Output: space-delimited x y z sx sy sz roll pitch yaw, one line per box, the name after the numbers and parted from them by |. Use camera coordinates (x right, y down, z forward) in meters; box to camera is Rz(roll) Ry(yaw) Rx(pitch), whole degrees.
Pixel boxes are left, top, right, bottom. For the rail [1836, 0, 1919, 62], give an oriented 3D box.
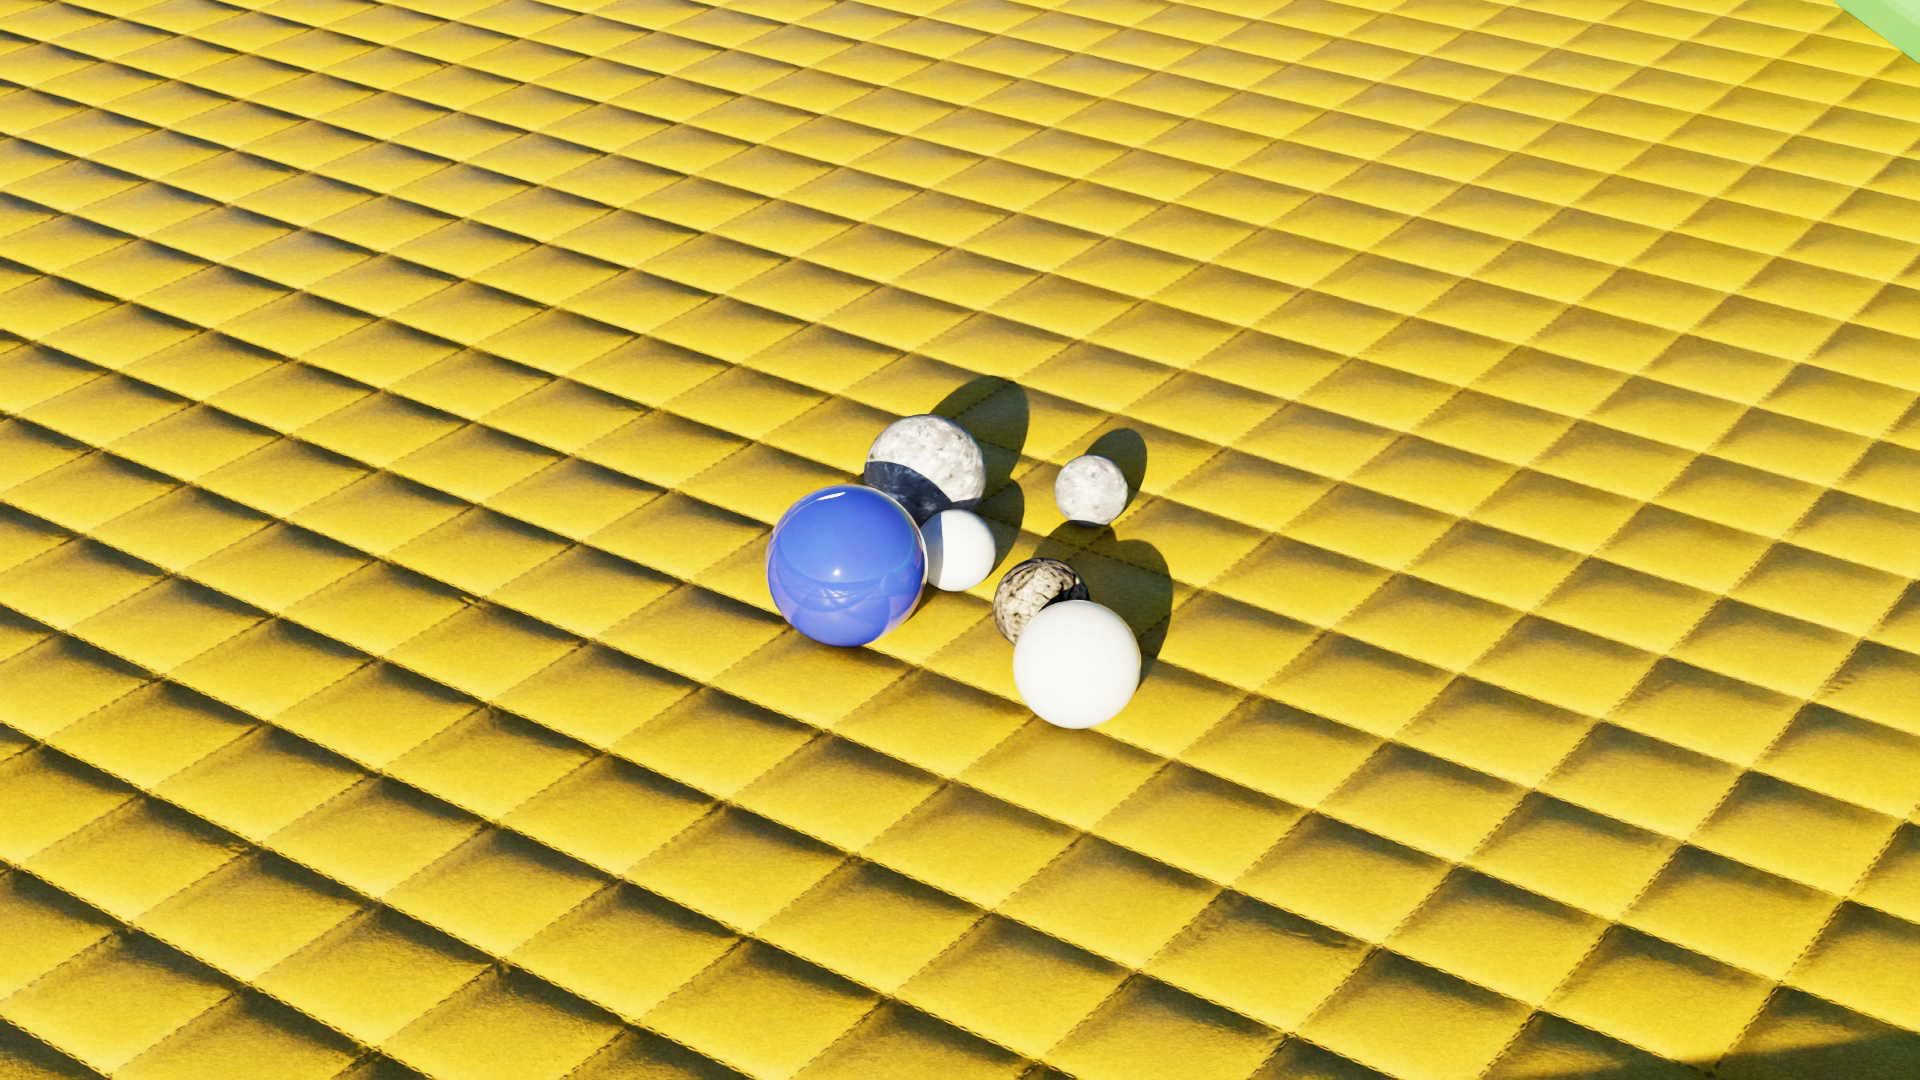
0.842 -0.510 2.681 0.045 0.125 3.466 -5 29 -8 | rail

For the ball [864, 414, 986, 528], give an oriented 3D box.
-0.022 -0.041 1.861 0.078 0.078 0.078 0 28 0 | ball

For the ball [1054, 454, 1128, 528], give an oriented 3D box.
0.084 -0.031 1.876 0.047 0.047 0.047 0 28 0 | ball

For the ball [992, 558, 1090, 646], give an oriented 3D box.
0.048 0.039 1.734 0.058 0.058 0.058 0 28 0 | ball

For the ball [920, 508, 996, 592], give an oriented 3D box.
-0.003 0.006 1.803 0.051 0.051 0.051 0 28 0 | ball

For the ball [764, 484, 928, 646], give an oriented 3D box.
-0.067 0.015 1.738 0.097 0.097 0.097 0 28 0 | ball

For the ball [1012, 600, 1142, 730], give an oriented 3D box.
0.066 0.070 1.661 0.073 0.073 0.073 0 28 0 | ball
